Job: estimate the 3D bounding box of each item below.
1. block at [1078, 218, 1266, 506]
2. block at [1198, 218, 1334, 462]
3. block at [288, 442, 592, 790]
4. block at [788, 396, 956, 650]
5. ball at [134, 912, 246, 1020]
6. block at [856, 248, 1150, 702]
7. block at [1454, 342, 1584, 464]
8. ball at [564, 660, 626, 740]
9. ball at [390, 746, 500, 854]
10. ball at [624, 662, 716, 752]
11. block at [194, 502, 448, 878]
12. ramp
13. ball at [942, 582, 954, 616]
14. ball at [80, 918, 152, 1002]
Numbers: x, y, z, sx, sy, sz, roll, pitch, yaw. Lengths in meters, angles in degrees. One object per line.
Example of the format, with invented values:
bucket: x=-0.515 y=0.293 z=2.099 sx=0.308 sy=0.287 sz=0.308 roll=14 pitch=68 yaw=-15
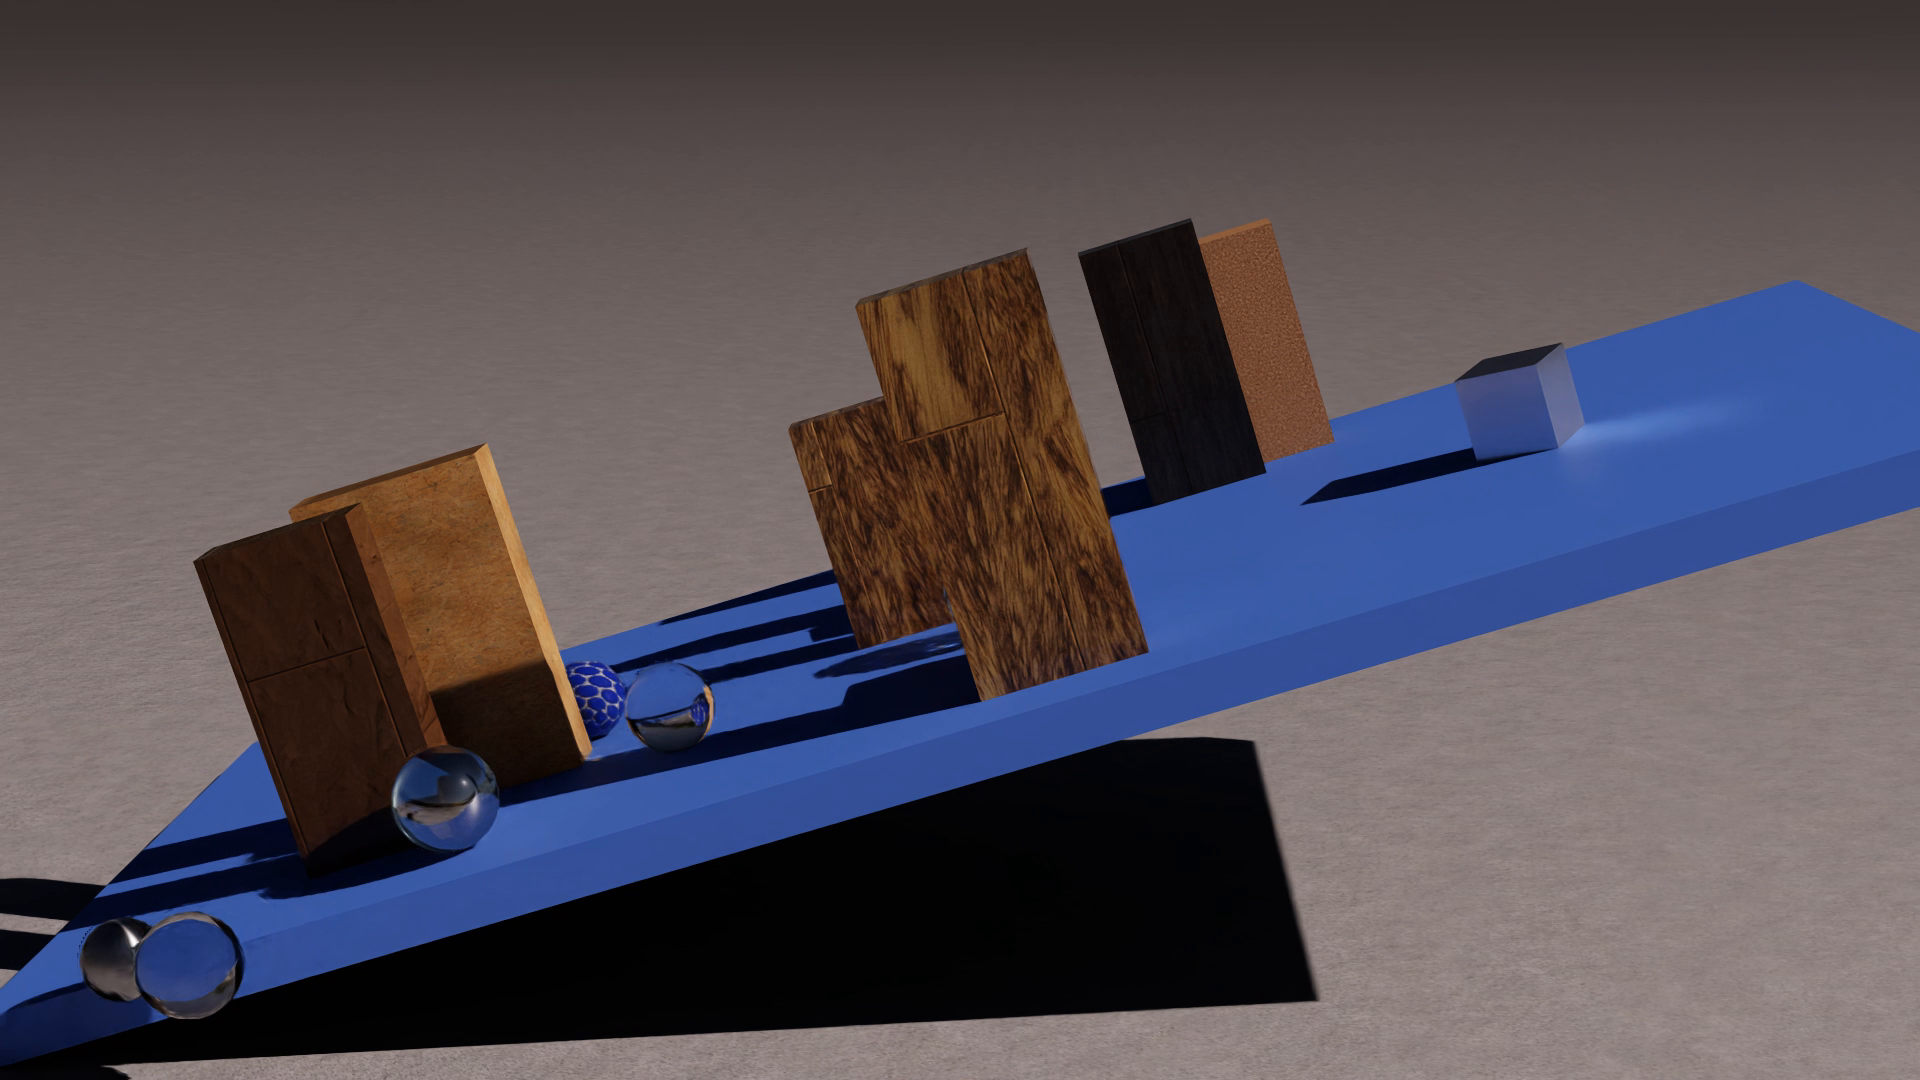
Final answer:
block: x=0.491 y=-0.410 z=6.807 sx=0.271 sy=0.607 sz=0.090 roll=-17 pitch=10 yaw=5
block: x=0.666 y=-0.455 z=6.944 sx=0.289 sy=0.538 sz=0.132 roll=-17 pitch=10 yaw=5
block: x=-1.062 y=0.189 z=6.043 sx=0.400 sy=0.678 sz=0.134 roll=-17 pitch=10 yaw=5
block: x=-0.157 y=-0.046 z=6.272 sx=0.274 sy=0.498 sz=0.087 roll=-17 pitch=10 yaw=5
ball: x=-1.389 y=0.768 z=5.307 sx=0.194 sy=0.194 sz=0.194 roll=0 pitch=11 yaw=0
block: x=0.082 y=-0.120 z=5.476 sx=0.327 sy=0.775 sz=0.124 roll=-17 pitch=10 yaw=5
block: x=1.181 y=-0.289 z=6.201 sx=0.182 sy=0.182 sz=0.182 roll=-11 pitch=12 yaw=33
ball: x=-0.792 y=0.339 z=6.234 sx=0.167 sy=0.167 sz=0.167 roll=0 pitch=11 yaw=0
ball: x=-0.983 y=0.495 z=5.616 sx=0.206 sy=0.206 sz=0.206 roll=0 pitch=11 yaw=0
ball: x=-0.578 y=0.334 z=5.862 sx=0.181 sy=0.181 sz=0.181 roll=0 pitch=11 yaw=0
block: x=-1.228 y=0.296 z=5.781 sx=0.313 sy=0.666 sz=0.136 roll=-17 pitch=10 yaw=5
ramp: x=0.097 y=0.184 z=6.314 sx=4.000 sy=0.100 sz=2.000 roll=-17 pitch=10 yaw=5
ball: x=0.061 y=0.095 z=6.016 sx=0.193 sy=0.193 sz=0.193 roll=0 pitch=11 yaw=0
ball: x=-1.537 y=0.771 z=5.402 sx=0.153 sy=0.153 sz=0.153 roll=0 pitch=11 yaw=0
